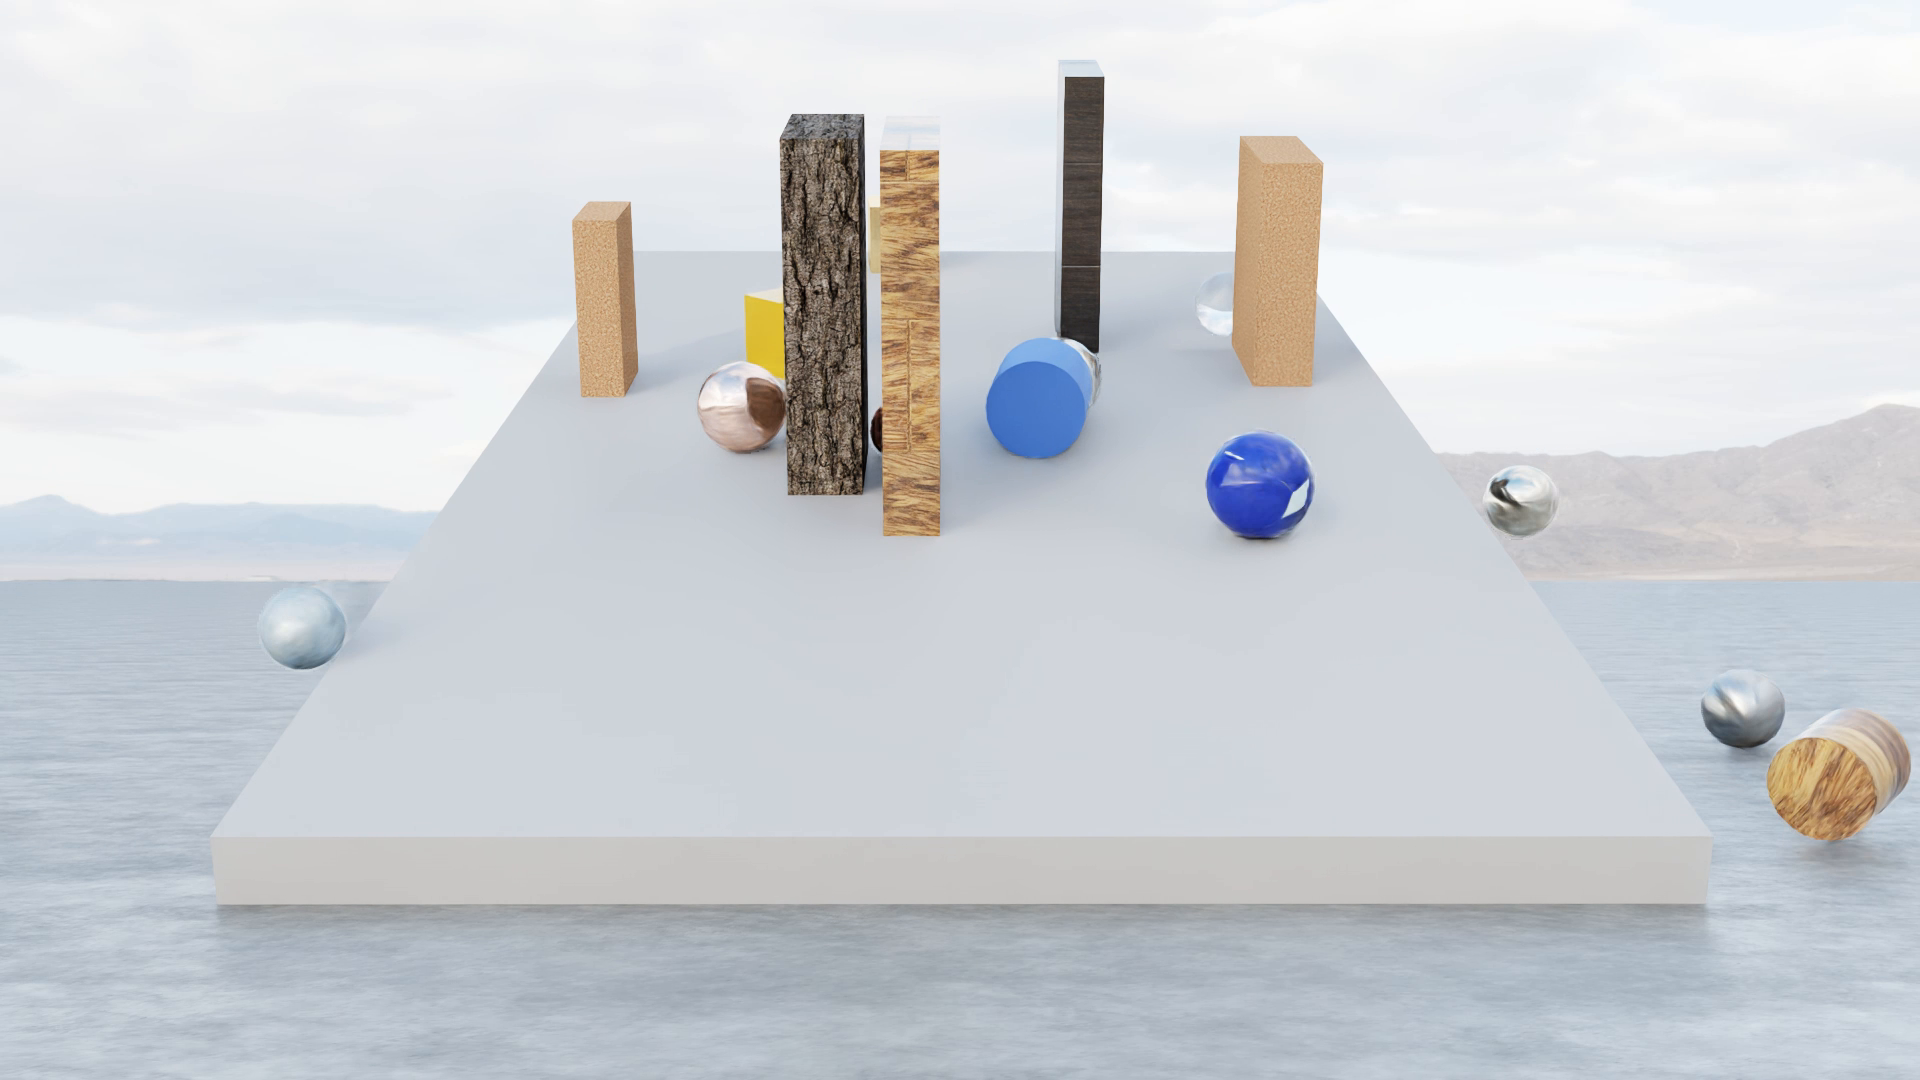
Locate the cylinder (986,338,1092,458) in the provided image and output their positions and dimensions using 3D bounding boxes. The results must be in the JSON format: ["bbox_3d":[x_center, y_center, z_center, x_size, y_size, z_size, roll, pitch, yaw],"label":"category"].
[{"bbox_3d":[0.169,-0.301,4.739,0.208,0.208,0.208,0,18,7],"label":"cylinder"}]

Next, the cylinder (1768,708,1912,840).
[{"bbox_3d":[1.475,0.391,3.764,0.177,0.177,0.177,-1,12,41],"label":"cylinder"}]

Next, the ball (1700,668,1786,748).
[{"bbox_3d":[1.995,0.430,5.719,0.204,0.204,0.204,0,-1,0],"label":"ball"}]

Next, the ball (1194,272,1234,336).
[{"bbox_3d":[0.678,-0.601,5.710,0.162,0.162,0.162,0,-1,0],"label":"ball"}]

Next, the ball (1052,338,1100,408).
[{"bbox_3d":[0.216,-0.352,4.925,0.186,0.186,0.186,0,-1,0],"label":"ball"}]

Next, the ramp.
[{"bbox_3d":[-0.004,-0.192,4.896,2.000,0.100,4.000,0,18,0],"label":"ramp"}]

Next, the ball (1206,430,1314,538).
[{"bbox_3d":[0.556,-0.103,4.157,0.201,0.201,0.201,0,-1,0],"label":"ball"}]

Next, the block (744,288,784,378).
[{"bbox_3d":[-0.385,-0.497,5.364,0.181,0.181,0.181,-17,25,-42],"label":"block"}]

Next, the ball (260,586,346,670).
[{"bbox_3d":[-1.048,0.141,3.578,0.133,0.133,0.133,0,-1,0],"label":"ball"}]

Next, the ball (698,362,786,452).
[{"bbox_3d":[-0.457,-0.280,4.703,0.187,0.187,0.187,0,-1,0],"label":"ball"}]

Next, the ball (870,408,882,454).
[{"bbox_3d":[-0.126,-0.227,4.638,0.121,0.121,0.121,0,-1,0],"label":"ball"}]

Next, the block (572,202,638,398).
[{"bbox_3d":[-0.819,-0.559,5.192,0.099,0.408,0.245,0,18,0],"label":"block"}]

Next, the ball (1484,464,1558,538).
[{"bbox_3d":[1.326,-0.091,5.308,0.172,0.172,0.172,0,-1,0],"label":"ball"}]

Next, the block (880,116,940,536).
[{"bbox_3d":[-0.091,-0.417,4.280,0.105,0.718,0.439,0,18,0],"label":"block"}]

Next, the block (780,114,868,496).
[{"bbox_3d":[-0.266,-0.475,4.480,0.147,0.700,0.346,0,18,0],"label":"block"}]

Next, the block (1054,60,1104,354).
[{"bbox_3d":[0.295,-0.838,5.609,0.096,0.675,0.353,0,18,0],"label":"block"}]

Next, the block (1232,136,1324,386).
[{"bbox_3d":[0.752,-0.672,5.357,0.138,0.521,0.423,0,18,0],"label":"block"}]

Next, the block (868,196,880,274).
[{"bbox_3d":[-0.169,-0.891,6.529,0.192,0.192,0.192,-1,19,-4],"label":"block"}]
